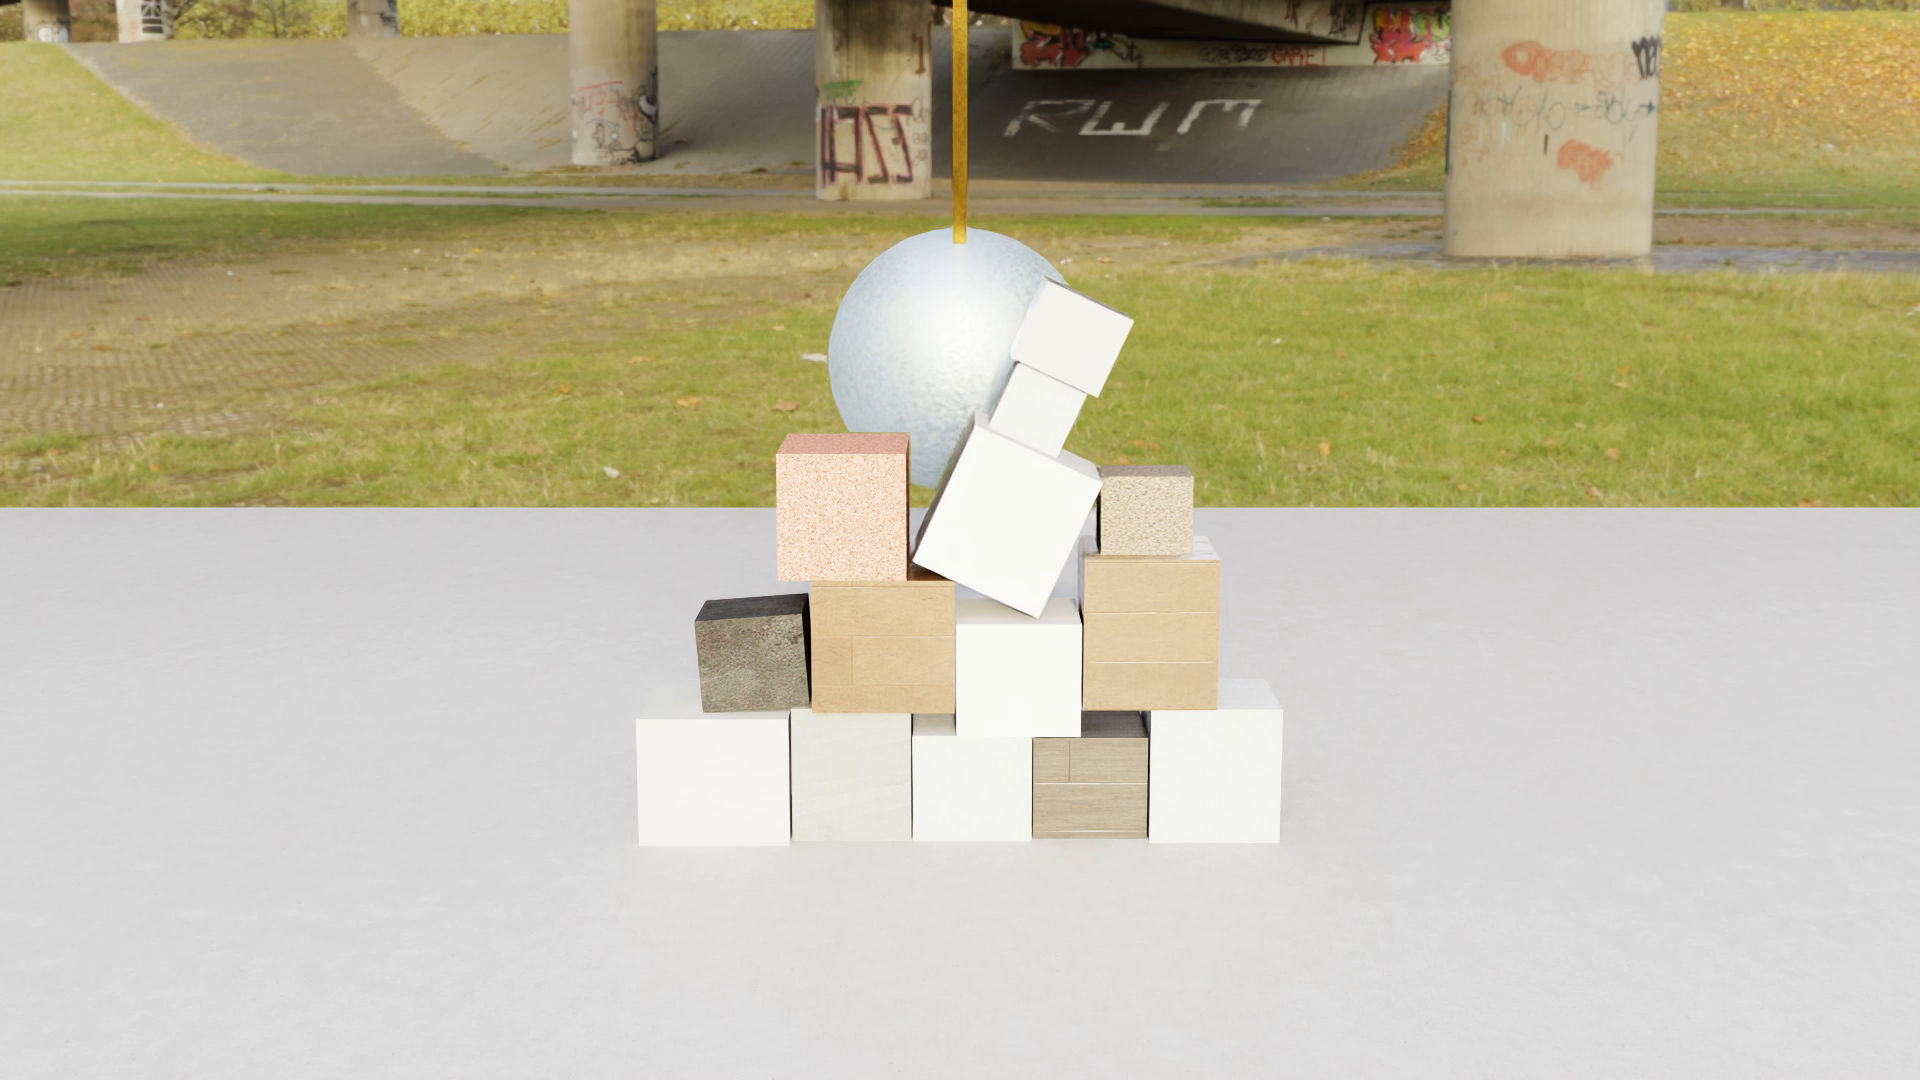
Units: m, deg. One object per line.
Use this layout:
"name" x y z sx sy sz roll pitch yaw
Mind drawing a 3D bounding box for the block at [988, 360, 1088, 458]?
"block" 0.386 -0.679 11.055 0.372 0.362 0.372 24 9 -4

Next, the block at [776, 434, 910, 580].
"block" -0.581 -0.177 11.165 0.633 0.631 0.763 0 10 0

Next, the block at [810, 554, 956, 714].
"block" -0.382 0.469 11.254 0.710 0.672 0.721 0 10 0

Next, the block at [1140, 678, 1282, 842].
"block" 1.288 1.133 11.391 0.658 0.695 0.649 0 10 0

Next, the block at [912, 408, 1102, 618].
"block" 0.232 -0.146 11.133 0.685 0.743 0.676 24 9 -4

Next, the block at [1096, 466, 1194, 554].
"block" 0.931 -0.156 11.147 0.458 0.394 0.398 0 10 0

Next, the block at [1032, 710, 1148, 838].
"block" 0.660 1.211 11.418 0.578 0.532 0.548 0 10 0

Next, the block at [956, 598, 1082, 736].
"block" 0.295 0.647 11.311 0.622 0.578 0.643 0 10 0

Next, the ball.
"ball" 0.000 -1.084 13.316 1.600 1.600 1.600 0 10 0

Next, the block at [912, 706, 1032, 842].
"block" 0.062 1.203 11.408 0.599 0.551 0.608 0 10 0

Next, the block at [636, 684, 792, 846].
"block" -1.238 1.154 11.381 0.758 0.657 0.716 0 10 0

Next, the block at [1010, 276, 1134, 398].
"block" 0.552 -1.022 10.985 0.465 0.412 0.459 24 9 -4

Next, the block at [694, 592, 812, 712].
"block" -1.045 0.575 11.301 0.540 0.473 0.519 -4 10 1

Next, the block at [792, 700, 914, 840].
"block" -0.548 1.136 11.390 0.601 0.689 0.581 0 10 0

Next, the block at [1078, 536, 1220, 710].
"block" 0.951 0.415 11.253 0.670 0.768 0.664 0 10 0

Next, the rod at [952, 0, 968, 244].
"rod" 0.000 -3.942 11.474 0.080 5.200 0.080 0 33 0
